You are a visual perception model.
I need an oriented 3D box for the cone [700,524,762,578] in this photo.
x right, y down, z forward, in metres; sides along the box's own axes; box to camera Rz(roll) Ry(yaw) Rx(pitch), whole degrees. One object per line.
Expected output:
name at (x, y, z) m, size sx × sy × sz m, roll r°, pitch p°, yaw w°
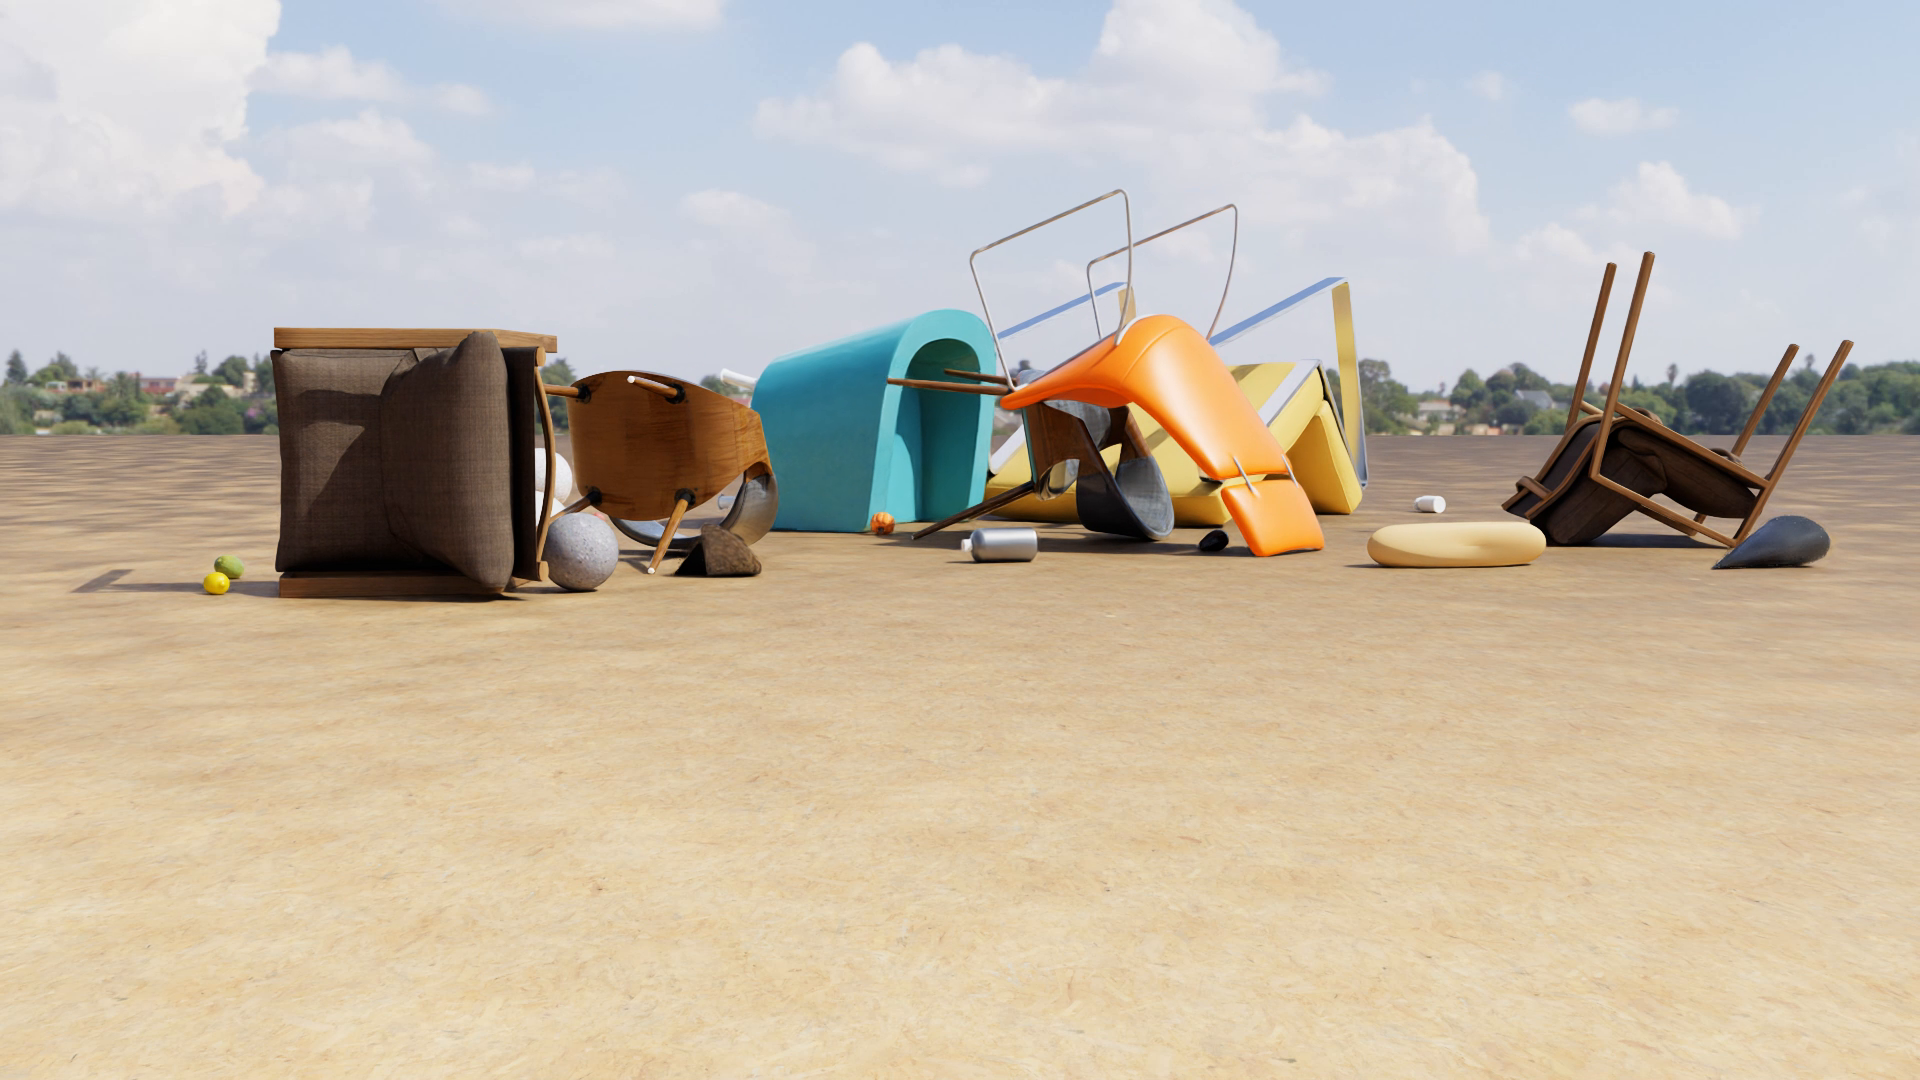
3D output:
cone at (-0.577, 0.055, 5.266) m, size 0.188 × 0.181 × 0.094 m, roll 8°, pitch 52°, yaw 50°

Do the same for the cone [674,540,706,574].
cone at (-0.634, 0.063, 5.327) m, size 0.067 × 0.107 × 0.119 m, roll 39°, pitch 12°, yaw -6°

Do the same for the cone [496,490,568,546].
cone at (-1.164, -0.016, 6.187) m, size 0.238 × 0.158 × 0.234 m, roll 25°, pitch 10°, yaw -37°

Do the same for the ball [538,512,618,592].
ball at (-0.846, 0.026, 4.883) m, size 0.175 × 0.175 × 0.175 m, roll 0°, pitch 4°, yaw 0°

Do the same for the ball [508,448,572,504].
ball at (-1.527, -0.217, 7.997) m, size 0.234 × 0.234 × 0.234 m, roll 0°, pitch 4°, yaw 0°

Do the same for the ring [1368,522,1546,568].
ring at (1.263, 0.012, 5.587) m, size 0.483 × 0.108 × 0.184 m, roll -2°, pitch 2°, yaw -12°

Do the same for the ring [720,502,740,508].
ring at (-0.866, -0.130, 8.268) m, size 0.071 × 0.024 × 0.096 m, roll 1°, pitch 3°, yaw 30°

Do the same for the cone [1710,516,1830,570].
cone at (1.998, 0.037, 5.545) m, size 0.317 × 0.129 × 0.217 m, roll -15°, pitch 9°, yaw -29°
